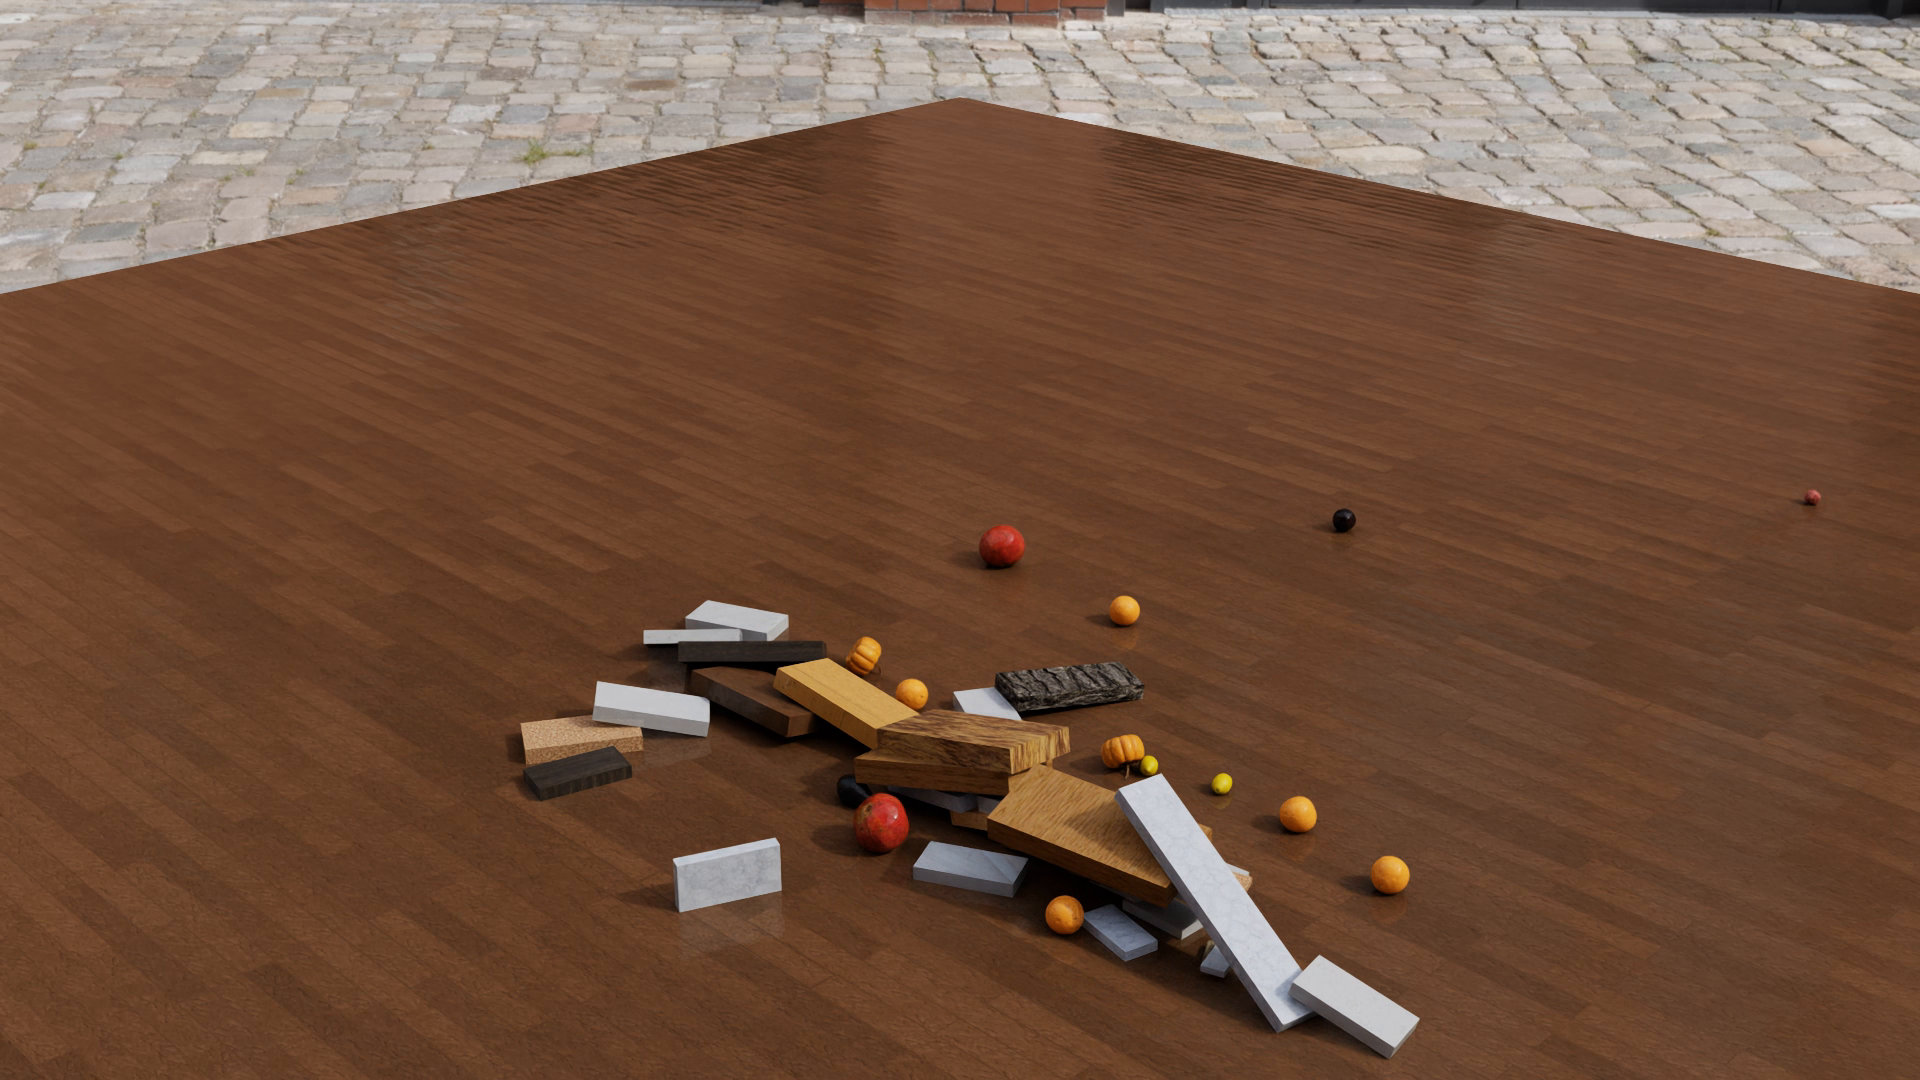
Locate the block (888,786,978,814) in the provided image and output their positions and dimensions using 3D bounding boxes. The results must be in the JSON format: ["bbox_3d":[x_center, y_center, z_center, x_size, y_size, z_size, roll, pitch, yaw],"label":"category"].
[{"bbox_3d":[-0.029,0.498,4.481,0.120,0.034,0.239,-18,17,-36],"label":"block"}]

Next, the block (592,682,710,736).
[{"bbox_3d":[-0.670,0.367,4.778,0.247,0.035,0.124,9,20,-10],"label":"block"}]

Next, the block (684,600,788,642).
[{"bbox_3d":[-0.533,0.197,5.257,0.220,0.031,0.110,9,25,21],"label":"block"}]

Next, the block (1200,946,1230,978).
[{"bbox_3d":[0.469,0.750,3.942,0.046,0.013,0.092,12,26,25],"label":"block"}]

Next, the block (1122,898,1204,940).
[{"bbox_3d":[0.382,0.694,4.099,0.072,0.021,0.145,-21,31,-40],"label":"block"}]

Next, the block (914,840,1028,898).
[{"bbox_3d":[0.021,0.633,4.233,0.201,0.028,0.100,8,24,17],"label":"block"}]

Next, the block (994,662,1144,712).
[{"bbox_3d":[0.244,0.325,4.907,0.310,0.035,0.124,-4,23,-23],"label":"block"}]

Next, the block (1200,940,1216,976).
[{"bbox_3d":[0.463,0.755,3.965,0.046,0.013,0.092,6,24,14],"label":"block"}]

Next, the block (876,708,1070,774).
[{"bbox_3d":[0.024,0.403,4.423,0.358,0.051,0.179,4,13,42],"label":"block"}]

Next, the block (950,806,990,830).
[{"bbox_3d":[0.107,0.542,4.362,0.239,0.034,0.120,2,17,45],"label":"block"}]

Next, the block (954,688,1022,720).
[{"bbox_3d":[0.066,0.388,4.807,0.110,0.031,0.220,-6,24,-14],"label":"block"}]

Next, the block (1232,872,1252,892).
[{"bbox_3d":[0.481,0.618,4.002,0.092,0.013,0.046,14,29,20],"label":"block"}]

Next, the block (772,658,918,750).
[{"bbox_3d":[-0.232,0.356,4.757,0.323,0.046,0.162,28,22,33],"label":"block"}]

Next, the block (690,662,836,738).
[{"bbox_3d":[-0.427,0.349,4.834,0.323,0.046,0.162,21,17,40],"label":"block"}]

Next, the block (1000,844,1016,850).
[{"bbox_3d":[0.190,0.579,4.279,0.112,0.032,0.224,-19,15,-36],"label":"block"}]

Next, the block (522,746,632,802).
[{"bbox_3d":[-0.796,0.485,4.580,0.201,0.028,0.100,-13,26,-27],"label":"block"}]

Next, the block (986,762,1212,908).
[{"bbox_3d":[0.257,0.544,4.077,0.376,0.051,0.179,18,40,27],"label":"block"}]

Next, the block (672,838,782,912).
[{"bbox_3d":[-0.438,0.631,4.145,0.201,0.100,0.028,-9,25,-21],"label":"block"}]

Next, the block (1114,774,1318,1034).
[{"bbox_3d":[0.457,0.638,3.912,0.101,0.029,0.523,-15,55,-31],"label":"block"}]

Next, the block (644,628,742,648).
[{"bbox_3d":[-0.619,0.229,5.115,0.220,0.031,0.110,-1,-8,-2],"label":"block"}]

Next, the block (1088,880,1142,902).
[{"bbox_3d":[0.315,0.646,4.176,0.072,0.021,0.145,-17,18,-32],"label":"block"}]

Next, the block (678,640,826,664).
[{"bbox_3d":[-0.470,0.257,5.007,0.323,0.046,0.162,0,-5,0],"label":"block"}]

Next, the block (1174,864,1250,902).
[{"bbox_3d":[0.406,0.612,4.055,0.224,0.032,0.112,19,31,28],"label":"block"}]

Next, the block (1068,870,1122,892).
[{"bbox_3d":[0.322,0.622,4.160,0.112,0.032,0.224,-20,19,-37],"label":"block"}]

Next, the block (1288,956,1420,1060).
[{"bbox_3d":[0.675,0.800,3.771,0.202,0.029,0.101,31,35,24],"label":"block"}]

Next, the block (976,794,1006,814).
[{"bbox_3d":[0.153,0.514,4.292,0.120,0.034,0.239,-19,15,-34],"label":"block"}]

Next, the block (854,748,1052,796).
[{"bbox_3d":[-0.014,0.454,4.440,0.358,0.051,0.179,1,11,31],"label":"block"}]

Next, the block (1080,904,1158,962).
[{"bbox_3d":[0.291,0.720,4.038,0.072,0.021,0.145,-13,26,-29],"label":"block"}]

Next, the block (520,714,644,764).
[{"bbox_3d":[-0.812,0.422,4.721,0.247,0.035,0.124,-6,24,-14],"label":"block"}]
